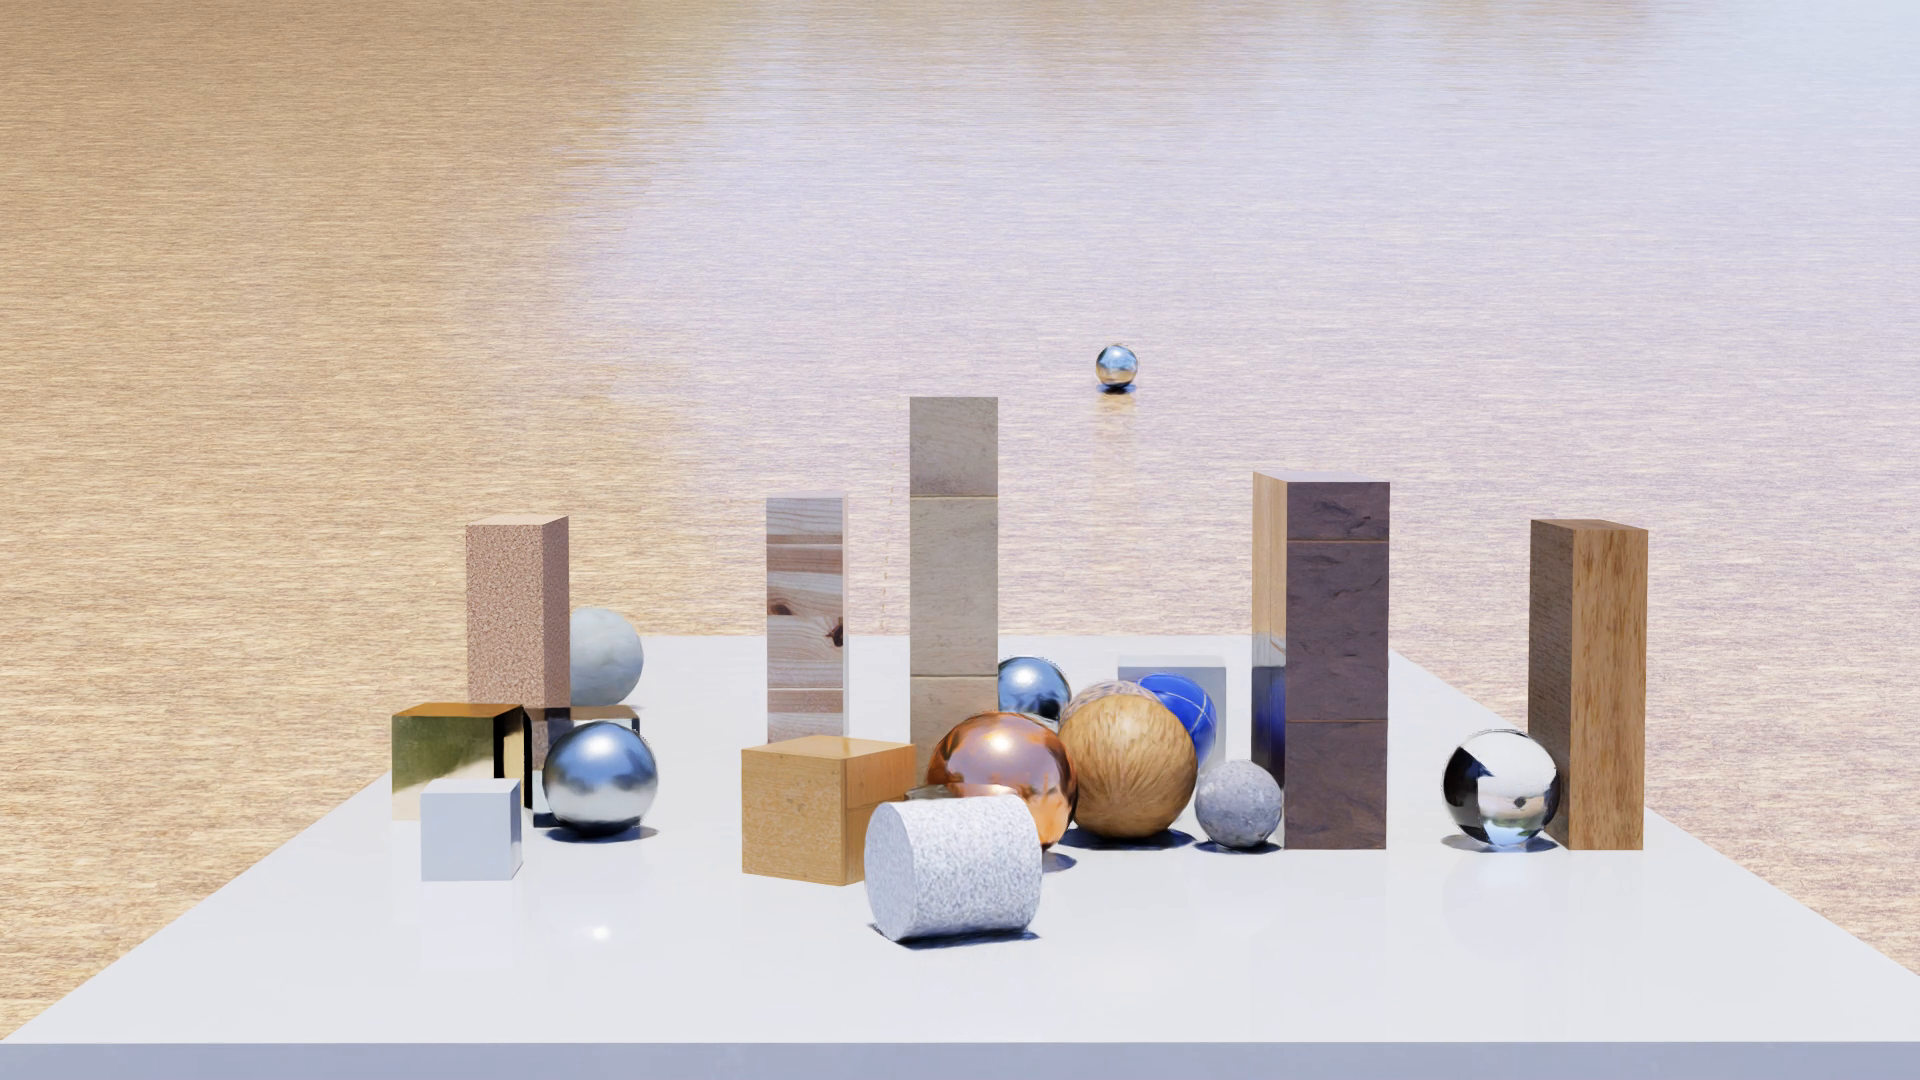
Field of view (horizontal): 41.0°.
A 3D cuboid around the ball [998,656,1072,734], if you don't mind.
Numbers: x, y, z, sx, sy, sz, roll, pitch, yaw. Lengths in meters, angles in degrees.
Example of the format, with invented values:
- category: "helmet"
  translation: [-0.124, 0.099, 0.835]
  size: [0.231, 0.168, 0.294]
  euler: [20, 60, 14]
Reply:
- category: "ball"
  translation: [0.112, 0.288, 4.482]
  size: [0.170, 0.170, 0.170]
  euler: [0, 20, 0]

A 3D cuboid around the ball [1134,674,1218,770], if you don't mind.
- category: "ball"
  translation: [0.327, 0.305, 4.147]
  size: [0.178, 0.178, 0.178]
  euler: [0, 20, 0]

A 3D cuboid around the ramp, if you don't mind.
- category: "ramp"
  translation: [0.046, 0.420, 4.534]
  size: [2.000, 0.100, 4.000]
  euler: [0, 4, 0]

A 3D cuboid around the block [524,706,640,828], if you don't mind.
- category: "block"
  translation: [-0.565, 0.336, 3.830]
  size: [0.156, 0.156, 0.156]
  euler: [-1, 4, -14]

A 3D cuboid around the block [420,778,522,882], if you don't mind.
- category: "block"
  translation: [-0.647, 0.383, 3.403]
  size: [0.116, 0.116, 0.116]
  euler: [0, 4, -3]

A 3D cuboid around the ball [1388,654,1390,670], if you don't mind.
- category: "ball"
  translation: [0.741, 0.237, 5.036]
  size: [0.200, 0.200, 0.200]
  euler: [0, 20, 0]

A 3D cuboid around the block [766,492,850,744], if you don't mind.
- category: "block"
  translation: [-0.269, 0.143, 4.575]
  size: [0.132, 0.448, 0.241]
  euler: [0, 4, 0]

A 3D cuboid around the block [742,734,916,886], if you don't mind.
- category: "block"
  translation: [-0.174, 0.357, 3.419]
  size: [0.165, 0.165, 0.165]
  euler: [2, 4, 35]

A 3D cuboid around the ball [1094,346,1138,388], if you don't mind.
- category: "ball"
  translation: [0.545, -0.602, 8.930]
  size: [0.152, 0.152, 0.152]
  euler: [0, 20, 0]

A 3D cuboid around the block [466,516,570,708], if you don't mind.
- category: "block"
  translation: [-0.766, 0.169, 4.471]
  size: [0.129, 0.409, 0.293]
  euler: [0, 4, 0]

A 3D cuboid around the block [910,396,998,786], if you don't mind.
- category: "block"
  translation: [-0.009, 0.109, 3.676]
  size: [0.122, 0.628, 0.241]
  euler: [0, 4, 0]

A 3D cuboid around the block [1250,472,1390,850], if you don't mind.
- category: "block"
  translation: [0.521, 0.162, 3.752]
  size: [0.142, 0.512, 0.408]
  euler: [0, 4, 0]

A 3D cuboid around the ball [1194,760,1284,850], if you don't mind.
- category: "ball"
  translation: [0.388, 0.369, 3.573]
  size: [0.123, 0.123, 0.123]
  euler: [0, 20, 0]

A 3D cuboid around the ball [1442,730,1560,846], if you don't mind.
- category: "ball"
  translation: [0.759, 0.347, 3.598]
  size: [0.162, 0.162, 0.162]
  euler: [0, 20, 0]

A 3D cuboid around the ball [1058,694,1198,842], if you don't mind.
- category: "ball"
  translation: [0.232, 0.322, 3.632]
  size: [0.209, 0.209, 0.209]
  euler: [0, 20, 0]

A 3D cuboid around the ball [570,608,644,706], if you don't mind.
- category: "ball"
  translation: [-0.726, 0.235, 5.059]
  size: [0.203, 0.203, 0.203]
  euler: [0, 20, 0]

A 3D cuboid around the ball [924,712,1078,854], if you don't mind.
- category: "ball"
  translation: [0.055, 0.334, 3.450]
  size: [0.208, 0.208, 0.208]
  euler: [0, 20, 0]

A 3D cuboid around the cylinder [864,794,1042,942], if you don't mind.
- category: "cylinder"
  translation: [-0.009, 0.385, 3.023]
  size: [0.160, 0.160, 0.160]
  euler: [-2, 19, -23]

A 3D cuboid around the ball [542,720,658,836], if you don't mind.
- category: "ball"
  translation: [-0.516, 0.342, 3.677]
  size: [0.164, 0.164, 0.164]
  euler: [0, 20, 0]

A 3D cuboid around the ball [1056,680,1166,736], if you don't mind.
- category: "ball"
  translation: [0.242, 0.311, 3.981]
  size: [0.187, 0.187, 0.187]
  euler: [0, 20, 0]

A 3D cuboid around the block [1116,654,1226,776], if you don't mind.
- category: "block"
  translation: [0.356, 0.293, 4.323]
  size: [0.180, 0.180, 0.180]
  euler: [0, 4, 5]

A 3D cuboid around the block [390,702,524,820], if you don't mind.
- category: "block"
  translation: [-0.756, 0.334, 3.874]
  size: [0.156, 0.156, 0.156]
  euler: [0, 4, 7]

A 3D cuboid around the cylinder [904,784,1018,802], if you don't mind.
- category: "cylinder"
  translation: [0.002, 0.384, 3.191]
  size: [0.141, 0.141, 0.141]
  euler: [0, 4, 0]

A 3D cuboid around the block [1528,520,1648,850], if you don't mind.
- category: "block"
  translation: [0.895, 0.200, 3.678]
  size: [0.103, 0.446, 0.265]
  euler: [0, 4, 0]
